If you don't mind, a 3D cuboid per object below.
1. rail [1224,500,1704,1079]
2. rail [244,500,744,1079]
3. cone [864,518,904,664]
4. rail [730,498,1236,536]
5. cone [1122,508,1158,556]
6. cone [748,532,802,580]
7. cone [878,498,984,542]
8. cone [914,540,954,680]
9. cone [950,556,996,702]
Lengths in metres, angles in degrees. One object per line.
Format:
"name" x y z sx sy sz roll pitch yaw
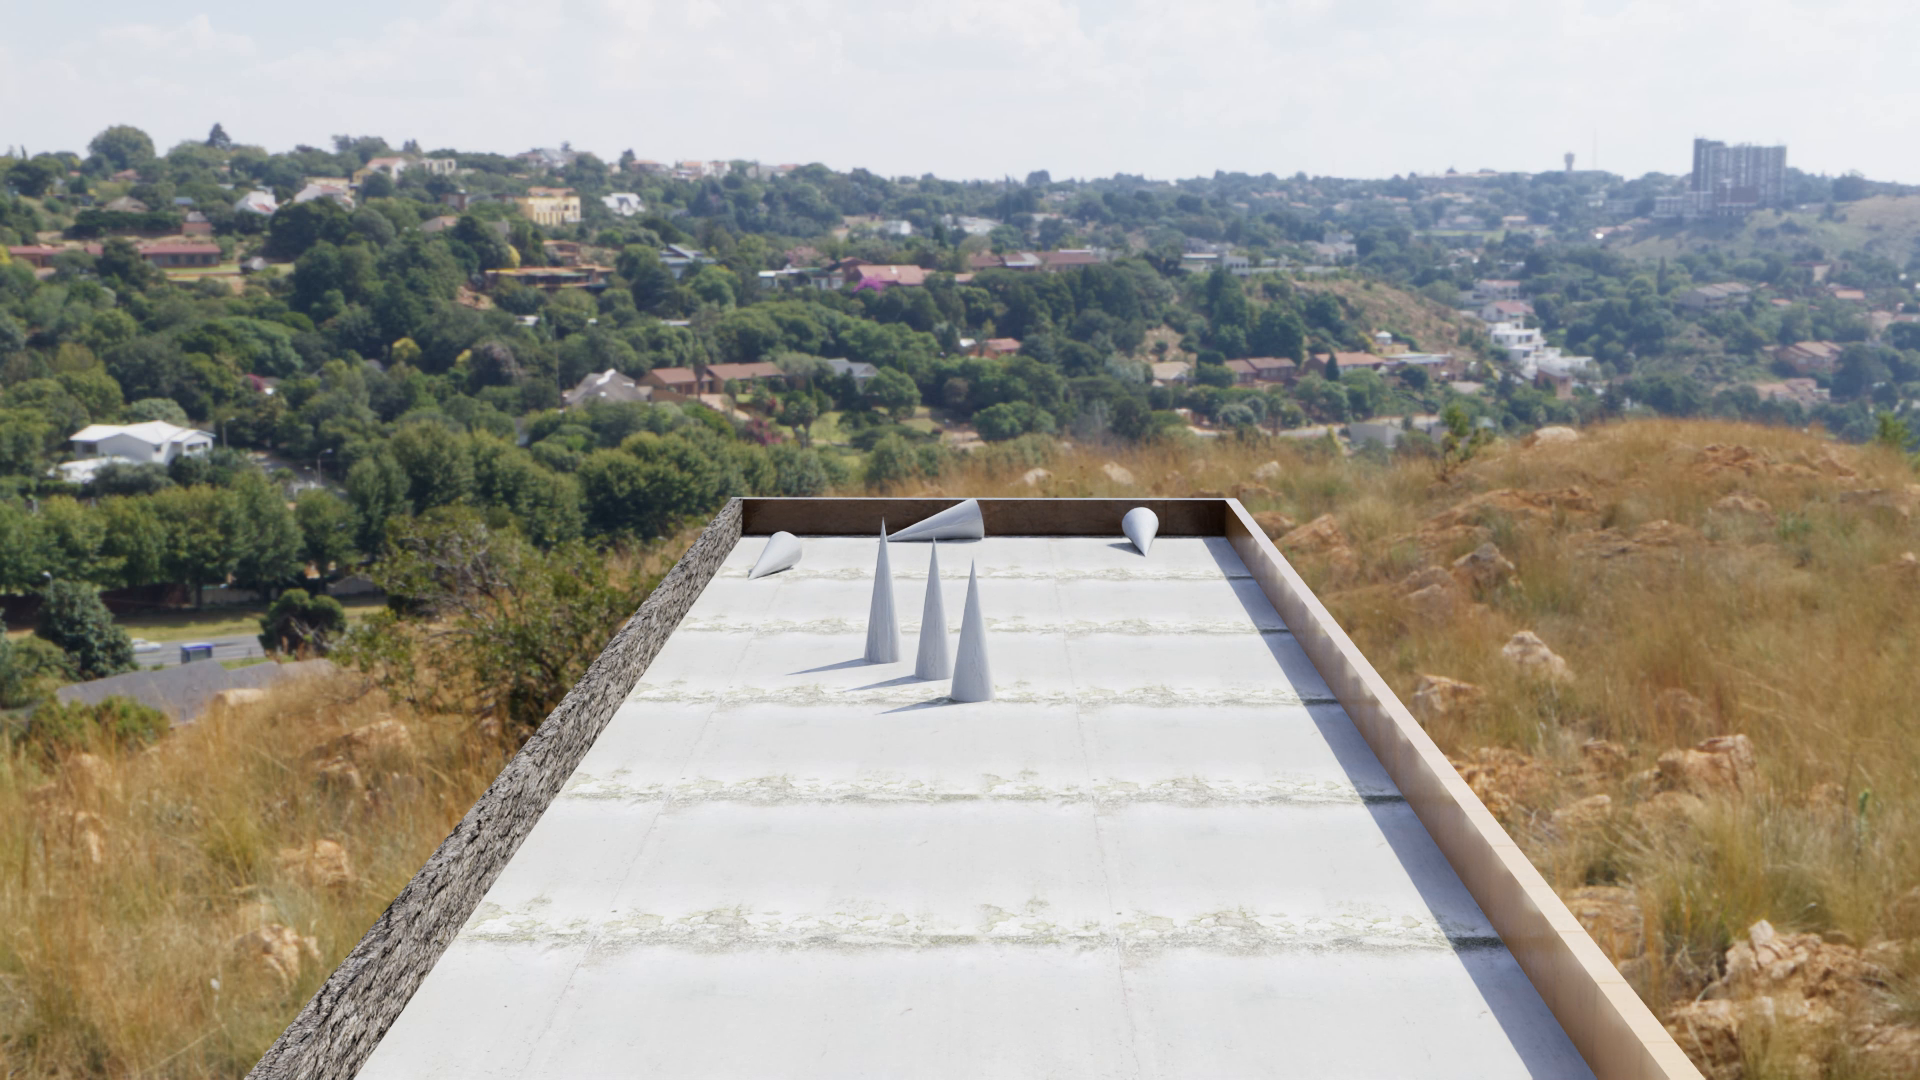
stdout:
"rail" 1.046 0.843 3.208 0.050 0.150 12.000 0 9 1
"rail" -1.004 0.839 3.234 0.050 0.150 12.000 0 9 1
"cone" -0.232 0.146 6.681 0.126 0.439 0.126 0 9 0
"rail" 0.099 -0.098 9.147 2.100 0.150 0.050 0 9 1
"cone" 0.729 0.003 8.755 0.148 0.148 0.378 0 20 1
"cone" -0.722 0.093 8.201 0.143 0.143 0.329 4 22 21
"cone" -0.138 -0.040 8.992 0.441 0.172 0.172 -13 12 -12
"cone" -0.075 0.192 6.448 0.120 0.423 0.120 0 9 0
"cone" 0.037 0.244 6.184 0.132 0.403 0.132 0 9 0
